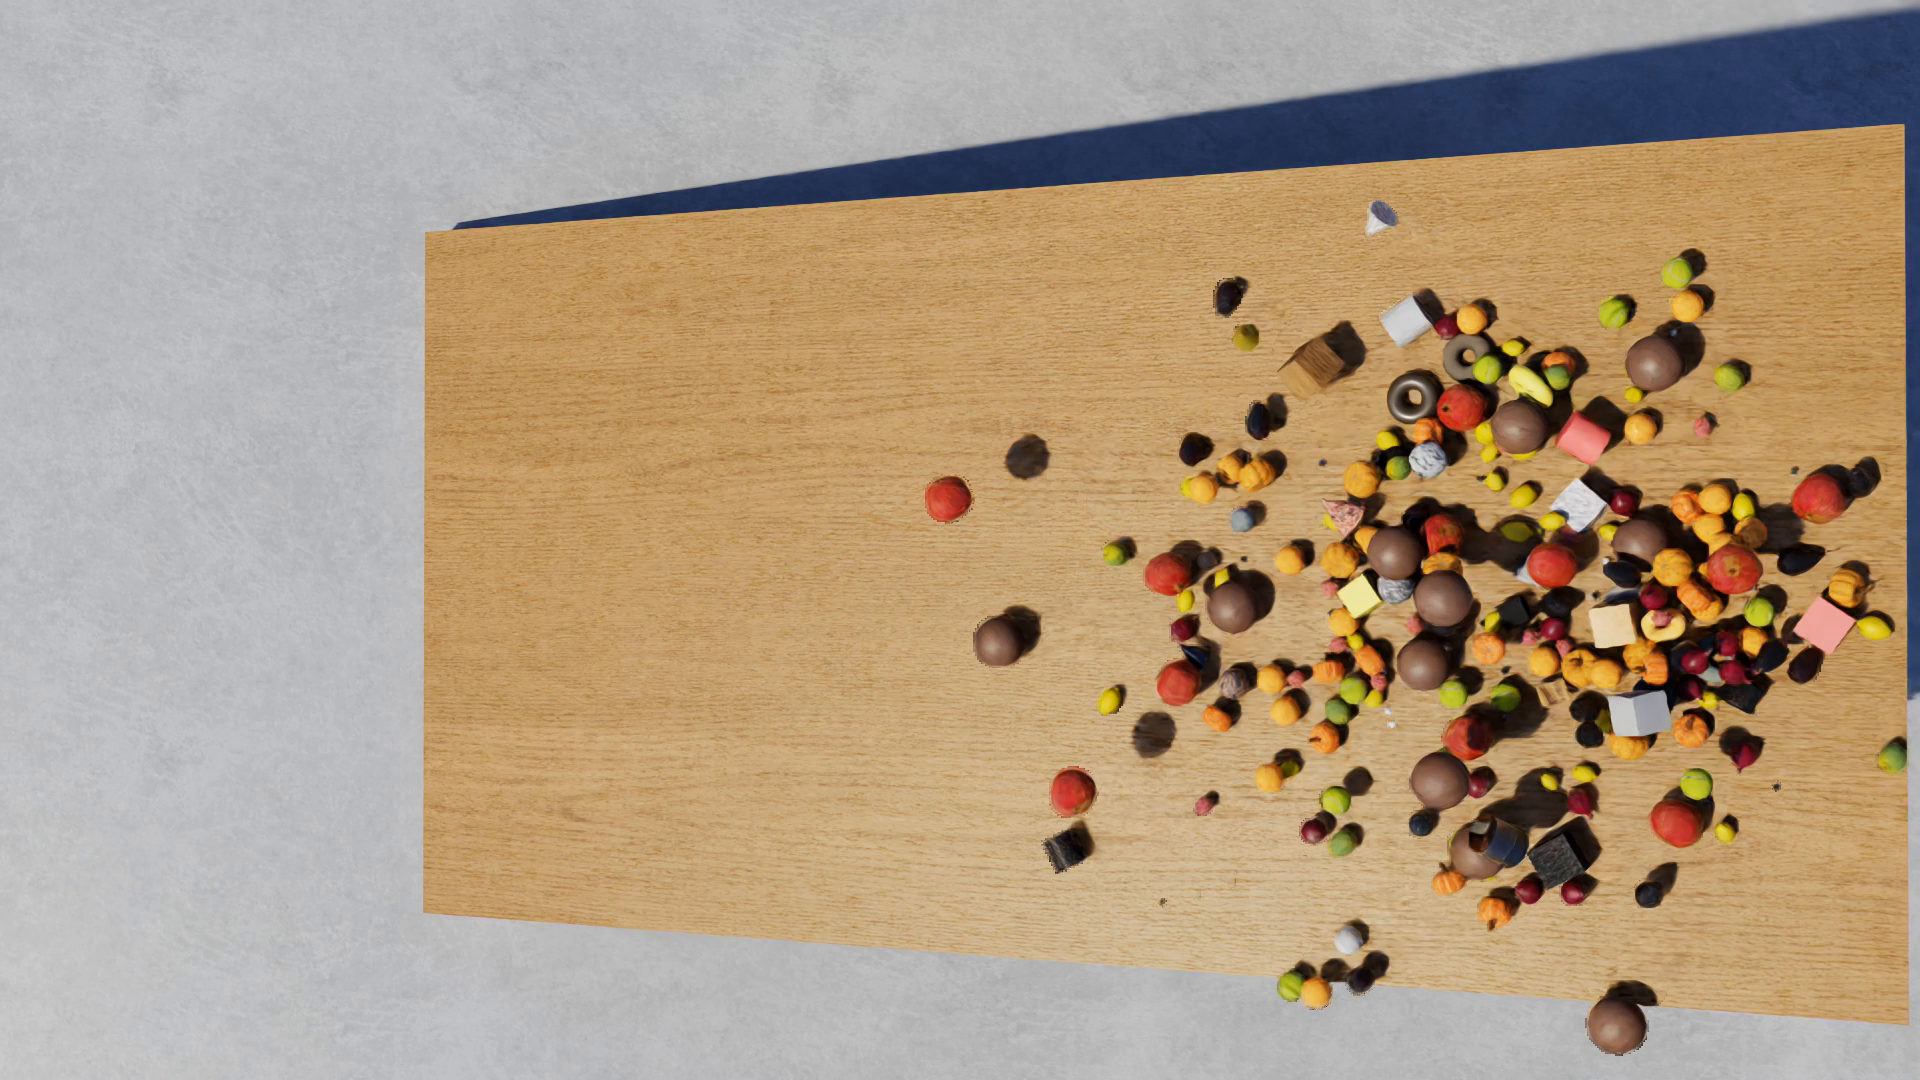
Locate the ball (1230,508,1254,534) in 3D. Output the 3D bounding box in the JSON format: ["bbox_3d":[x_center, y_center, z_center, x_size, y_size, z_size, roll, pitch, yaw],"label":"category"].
[{"bbox_3d":[0.697,-0.047,5.426,0.061,0.061,0.061,0,89,0],"label":"ball"}]

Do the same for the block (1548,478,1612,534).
[{"bbox_3d":[1.442,-0.079,5.113,0.093,0.093,0.093,44,105,18],"label":"block"}]

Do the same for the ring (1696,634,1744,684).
[{"bbox_3d":[1.726,0.270,5.016,0.115,0.038,0.115,0,89,22],"label":"ring"}]

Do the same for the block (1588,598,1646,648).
[{"bbox_3d":[1.508,0.190,5.041,0.092,0.092,0.092,-11,92,34],"label":"block"}]

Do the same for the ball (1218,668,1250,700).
[{"bbox_3d":[0.677,0.357,5.446,0.077,0.077,0.077,0,89,0],"label":"ball"}]

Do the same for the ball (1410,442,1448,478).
[{"bbox_3d":[1.108,-0.190,5.204,0.088,0.088,0.088,0,89,0],"label":"ball"}]

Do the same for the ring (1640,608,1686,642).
[{"bbox_3d":[1.601,0.193,5.007,0.101,0.101,0.034,10,45,0],"label":"ring"}]

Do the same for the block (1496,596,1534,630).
[{"bbox_3d":[1.308,0.173,5.186,0.060,0.060,0.060,-27,79,21],"label":"block"}]

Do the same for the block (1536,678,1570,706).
[{"bbox_3d":[1.386,0.356,5.141,0.051,0.051,0.051,-19,89,-9],"label":"block"}]

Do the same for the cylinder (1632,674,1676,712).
[{"bbox_3d":[1.590,0.359,5.039,0.096,0.096,0.096,0,89,19],"label":"cylinder"}]

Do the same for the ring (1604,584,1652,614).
[{"bbox_3d":[1.546,0.156,5.095,0.112,0.037,0.112,0,91,25],"label":"ring"}]

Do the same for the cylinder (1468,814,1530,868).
[{"bbox_3d":[1.228,0.686,5.016,0.096,0.096,0.096,26,89,-19],"label":"cylinder"}]

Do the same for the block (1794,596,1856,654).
[{"bbox_3d":[1.928,0.189,4.901,0.094,0.094,0.094,37,103,19],"label":"block"}]

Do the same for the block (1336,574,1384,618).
[{"bbox_3d":[0.973,0.137,5.321,0.077,0.077,0.077,-36,76,19],"label":"block"}]

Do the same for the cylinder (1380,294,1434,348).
[{"bbox_3d":[1.073,-0.524,5.277,0.092,0.092,0.092,-35,89,20],"label":"cylinder"}]

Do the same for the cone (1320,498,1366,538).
[{"bbox_3d":[0.908,-0.073,5.295,0.099,0.099,0.099,32,89,-4],"label":"cone"}]

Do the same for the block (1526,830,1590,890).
[{"bbox_3d":[1.394,0.744,5.122,0.097,0.097,0.097,-33,77,20],"label":"block"}]

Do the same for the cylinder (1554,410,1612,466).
[{"bbox_3d":[1.434,-0.235,5.061,0.093,0.093,0.093,32,89,4],"label":"cylinder"}]

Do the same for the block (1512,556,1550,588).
[{"bbox_3d":[1.340,0.073,5.162,0.057,0.057,0.057,19,92,-3],"label":"block"}]

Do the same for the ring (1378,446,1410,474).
[{"bbox_3d":[1.046,-0.193,5.299,0.079,0.026,0.079,-2,134,-3],"label":"ring"}]

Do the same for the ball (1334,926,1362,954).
[{"bbox_3d":[0.941,0.971,5.330,0.067,0.067,0.067,0,89,0],"label":"ball"}]

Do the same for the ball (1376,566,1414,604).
[{"bbox_3d":[1.046,0.109,5.283,0.090,0.090,0.090,0,89,0],"label":"ball"}]

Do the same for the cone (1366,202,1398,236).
[{"bbox_3d":[1.008,-0.764,5.339,0.078,0.078,0.078,35,132,0],"label":"cone"}]

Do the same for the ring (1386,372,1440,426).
[{"bbox_3d":[1.091,-0.341,5.295,0.129,0.043,0.129,-1,88,25],"label":"ring"}]

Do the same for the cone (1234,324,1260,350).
[{"bbox_3d":[0.704,-0.506,5.447,0.066,0.066,0.066,-1,87,18],"label":"cone"}]

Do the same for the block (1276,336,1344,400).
[{"bbox_3d":[0.845,-0.414,5.298,0.096,0.096,0.096,46,66,-4],"label":"block"}]

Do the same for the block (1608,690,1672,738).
[{"bbox_3d":[1.526,0.388,4.937,0.090,0.090,0.090,-10,90,-20],"label":"block"}]

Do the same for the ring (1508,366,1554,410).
[{"bbox_3d":[1.330,-0.355,5.123,0.042,0.127,0.127,-45,90,-1],"label":"ring"}]

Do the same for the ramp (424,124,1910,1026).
[{"bbox_3d":[0.283,0.085,5.715,4.000,0.100,2.000,0,89,23],"label":"ramp"}]

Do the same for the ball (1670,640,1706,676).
[{"bbox_3d":[1.648,0.267,4.982,0.078,0.078,0.078,0,89,0],"label":"ball"}]

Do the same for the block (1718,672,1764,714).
[{"bbox_3d":[1.764,0.346,4.971,0.060,0.060,0.060,26,101,-10],"label":"block"}]

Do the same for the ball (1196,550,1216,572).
[{"bbox_3d":[0.615,0.052,5.490,0.051,0.051,0.051,0,89,0],"label":"ball"}]

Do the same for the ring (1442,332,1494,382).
[{"bbox_3d":[1.211,-0.435,5.246,0.121,0.040,0.121,0,91,24],"label":"ring"}]

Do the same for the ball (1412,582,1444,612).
[{"bbox_3d":[1.120,0.136,5.259,0.075,0.075,0.075,0,89,0],"label":"ball"}]

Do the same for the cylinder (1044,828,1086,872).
[{"bbox_3d":[0.269,0.792,5.608,0.083,0.083,0.083,-27,81,0],"label":"cylinder"}]

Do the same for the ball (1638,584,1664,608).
[{"bbox_3d":[1.580,0.127,5.031,0.056,0.056,0.056,0,89,0],"label":"ball"}]

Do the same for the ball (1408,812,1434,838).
[{"bbox_3d":[1.104,0.682,5.267,0.060,0.060,0.060,0,89,0],"label":"ball"}]
